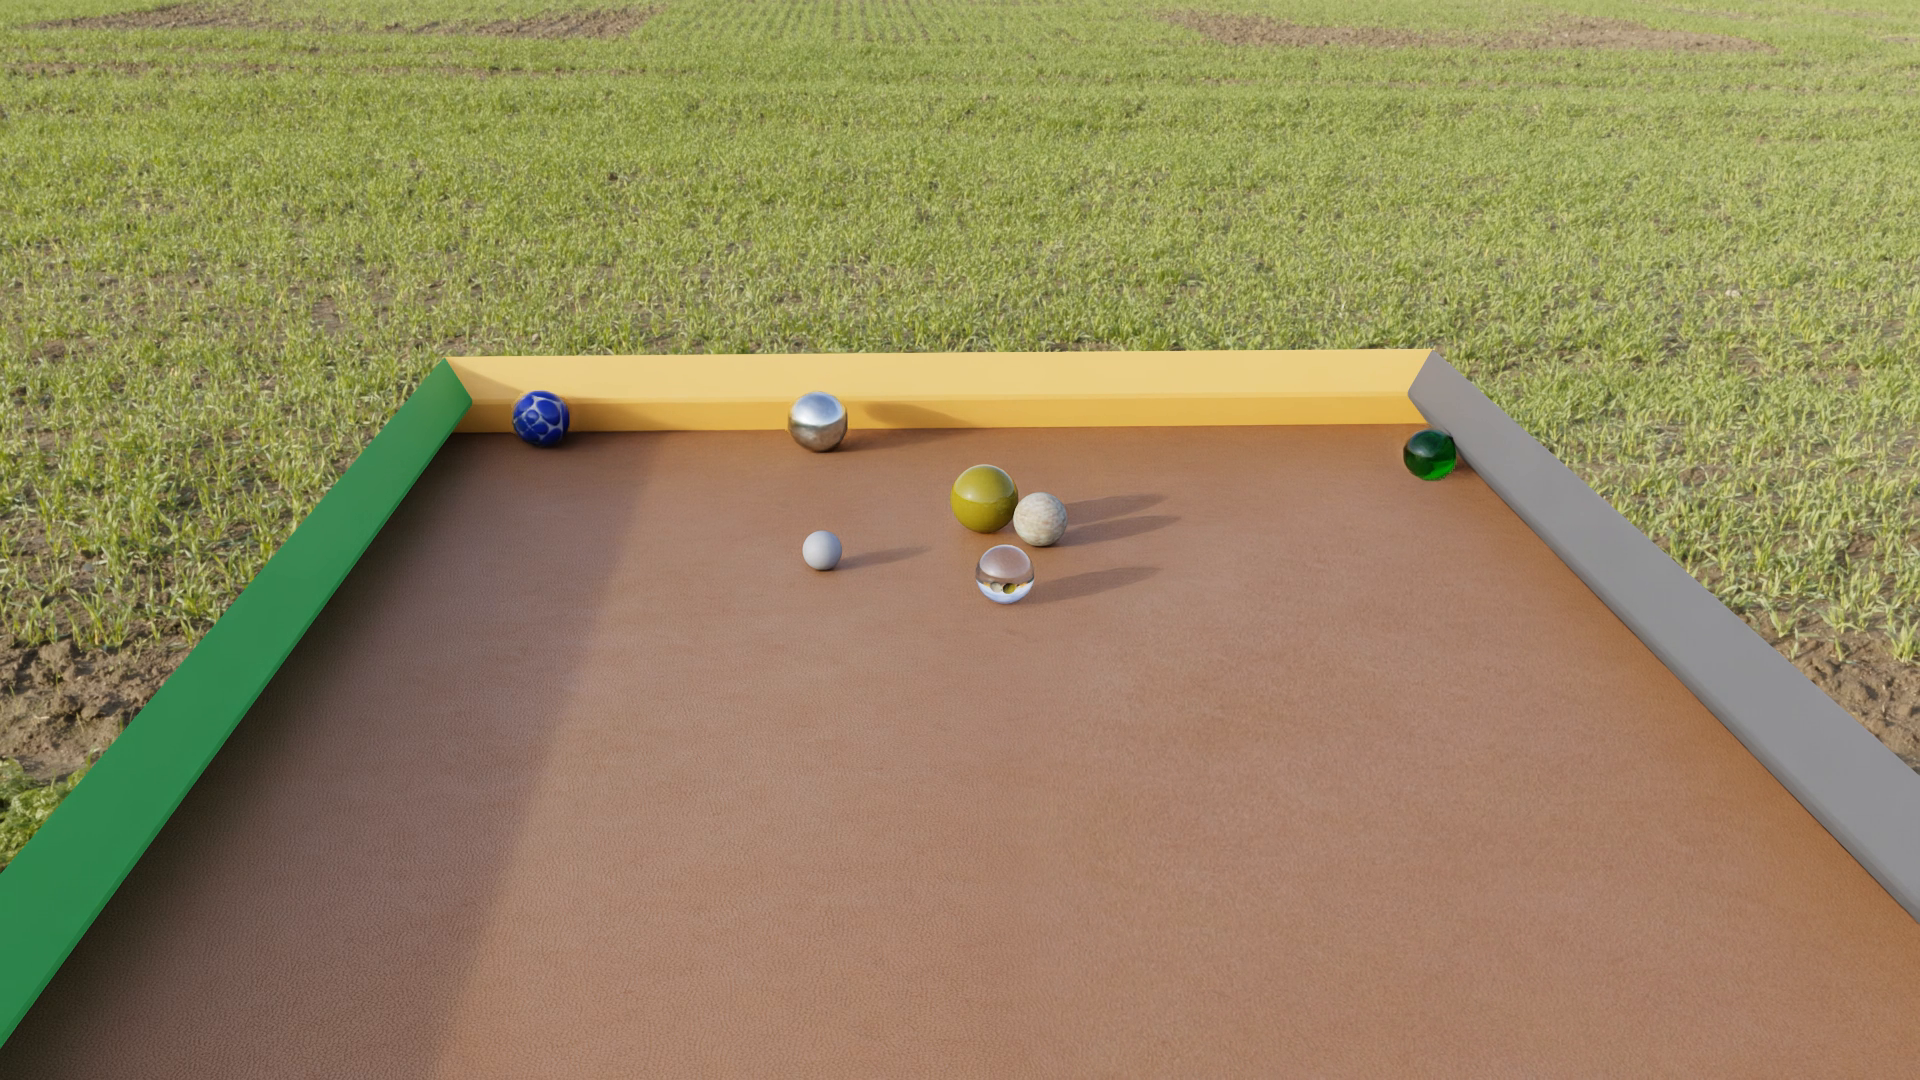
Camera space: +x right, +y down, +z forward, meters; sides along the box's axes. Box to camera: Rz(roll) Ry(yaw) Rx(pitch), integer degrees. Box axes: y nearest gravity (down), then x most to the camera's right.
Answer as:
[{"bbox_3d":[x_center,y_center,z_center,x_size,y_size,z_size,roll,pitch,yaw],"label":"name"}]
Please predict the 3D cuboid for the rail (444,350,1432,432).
[{"bbox_3d":[-0.024,-0.210,3.164,1.429,0.110,0.045,-1,17,-2],"label":"rail"}]

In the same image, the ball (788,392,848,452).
[{"bbox_3d":[-0.198,-0.165,3.065,0.085,0.085,0.085,0,17,0],"label":"ball"}]

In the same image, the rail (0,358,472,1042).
[{"bbox_3d":[-0.665,0.186,1.886,0.045,0.110,2.673,-1,17,-2],"label":"rail"}]

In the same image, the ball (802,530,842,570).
[{"bbox_3d":[-0.160,0.012,2.558,0.046,0.046,0.046,0,17,0],"label":"ball"}]

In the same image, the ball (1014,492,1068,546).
[{"bbox_3d":[0.097,-0.025,2.645,0.065,0.065,0.065,0,17,0],"label":"ball"}]

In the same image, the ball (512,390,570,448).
[{"bbox_3d":[-0.589,-0.171,3.091,0.080,0.080,0.080,0,17,0],"label":"ball"}]

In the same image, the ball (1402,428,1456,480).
[{"bbox_3d":[0.624,-0.114,2.926,0.069,0.069,0.069,0,17,0],"label":"ball"}]

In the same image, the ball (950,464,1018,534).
[{"bbox_3d":[0.030,-0.051,2.695,0.085,0.085,0.085,0,17,0],"label":"ball"}]

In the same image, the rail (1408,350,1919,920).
[{"bbox_3d":[0.716,0.171,1.936,0.045,0.110,2.673,-1,17,-2],"label":"rail"}]

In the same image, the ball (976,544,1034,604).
[{"bbox_3d":[0.050,0.038,2.441,0.066,0.066,0.066,0,17,0],"label":"ball"}]
